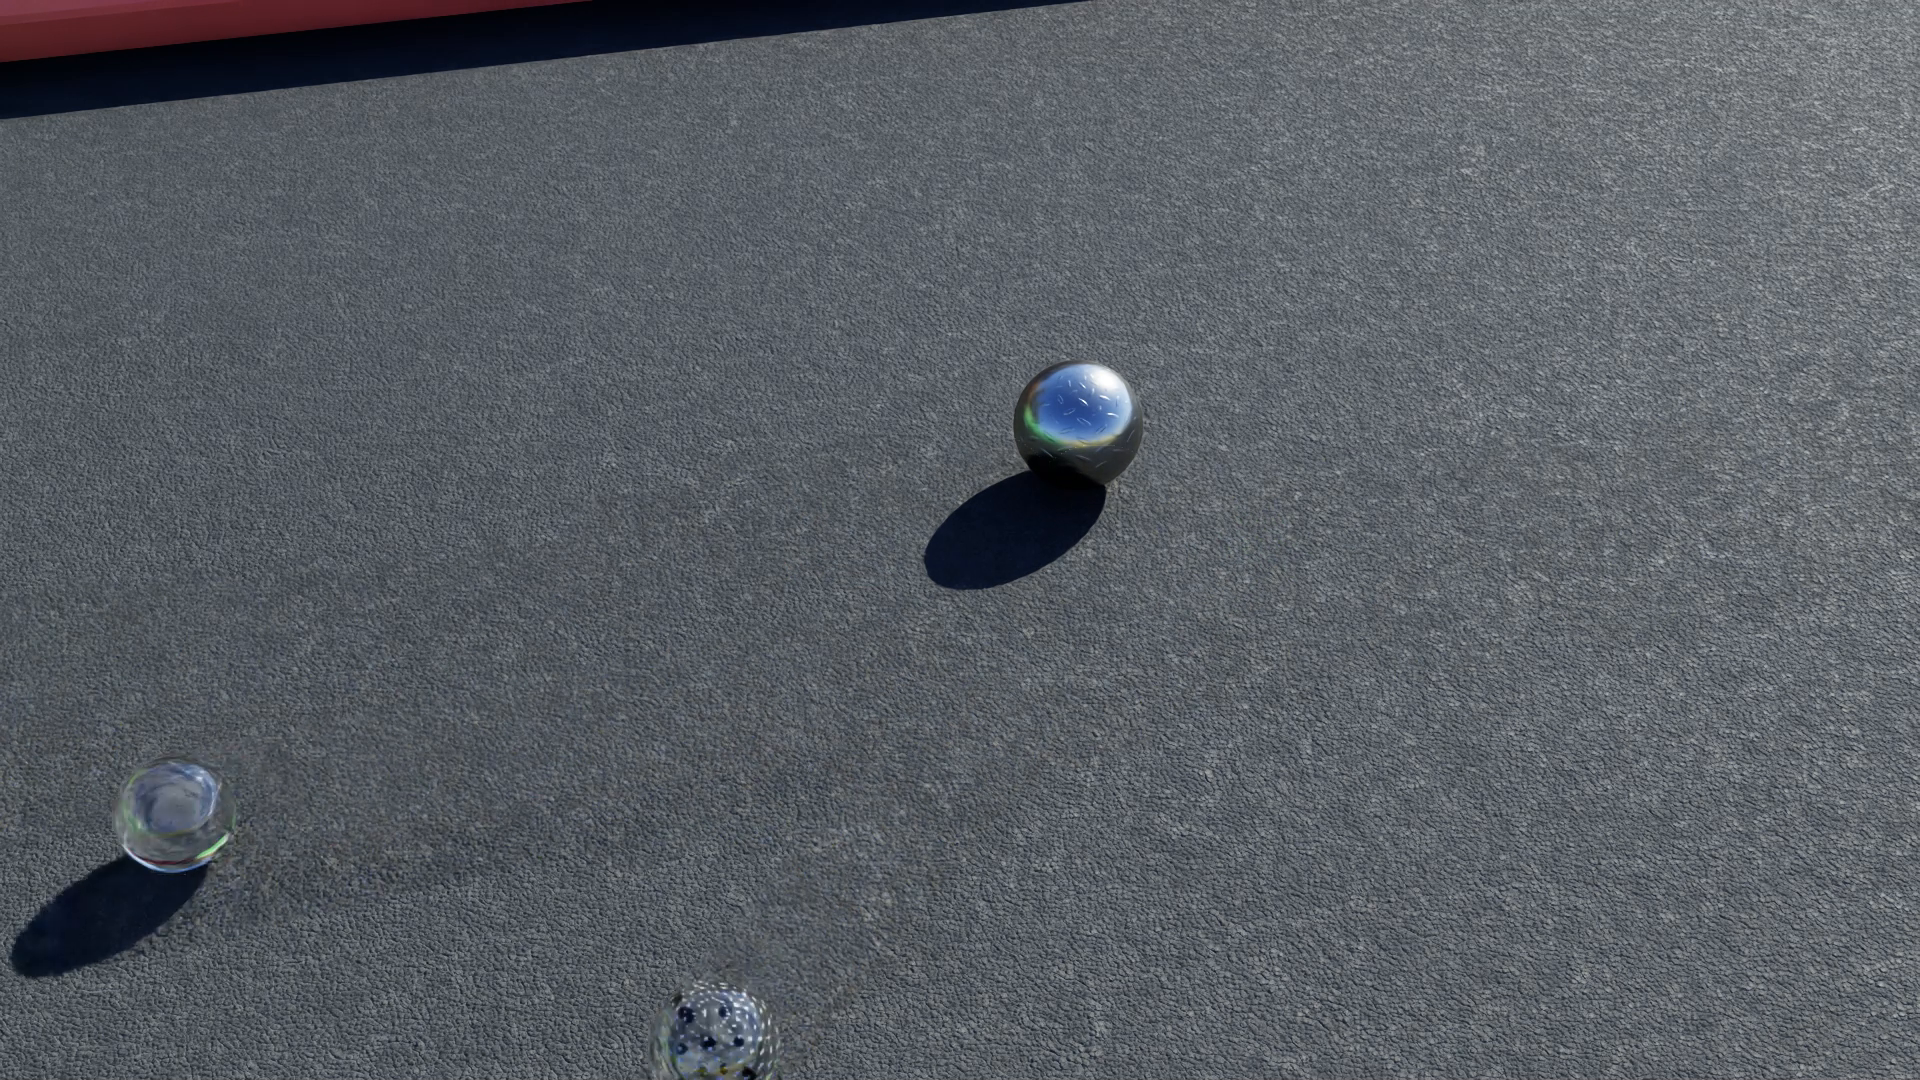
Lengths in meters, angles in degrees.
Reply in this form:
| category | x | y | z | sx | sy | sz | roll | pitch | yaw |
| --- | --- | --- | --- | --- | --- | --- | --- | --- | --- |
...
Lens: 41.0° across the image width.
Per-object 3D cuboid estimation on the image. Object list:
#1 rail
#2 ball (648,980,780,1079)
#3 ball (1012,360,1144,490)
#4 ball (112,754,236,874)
| category | x | y | z | sx | sy | sz | roll | pitch | yaw |
| --- | --- | --- | --- | --- | --- | --- | --- | --- | --- |
| rail | 0.544 | -0.631 | 2.357 | 3.144 | 0.108 | 0.045 | -9 | 37 | -12 |
| ball | -0.116 | 0.238 | 1.208 | 0.062 | 0.062 | 0.062 | 0 | 36 | 0 |
| ball | 0.074 | -0.072 | 1.616 | 0.082 | 0.082 | 0.082 | 0 | 36 | 0 |
| ball | -0.410 | 0.143 | 1.339 | 0.062 | 0.062 | 0.062 | 0 | 36 | 0 |
